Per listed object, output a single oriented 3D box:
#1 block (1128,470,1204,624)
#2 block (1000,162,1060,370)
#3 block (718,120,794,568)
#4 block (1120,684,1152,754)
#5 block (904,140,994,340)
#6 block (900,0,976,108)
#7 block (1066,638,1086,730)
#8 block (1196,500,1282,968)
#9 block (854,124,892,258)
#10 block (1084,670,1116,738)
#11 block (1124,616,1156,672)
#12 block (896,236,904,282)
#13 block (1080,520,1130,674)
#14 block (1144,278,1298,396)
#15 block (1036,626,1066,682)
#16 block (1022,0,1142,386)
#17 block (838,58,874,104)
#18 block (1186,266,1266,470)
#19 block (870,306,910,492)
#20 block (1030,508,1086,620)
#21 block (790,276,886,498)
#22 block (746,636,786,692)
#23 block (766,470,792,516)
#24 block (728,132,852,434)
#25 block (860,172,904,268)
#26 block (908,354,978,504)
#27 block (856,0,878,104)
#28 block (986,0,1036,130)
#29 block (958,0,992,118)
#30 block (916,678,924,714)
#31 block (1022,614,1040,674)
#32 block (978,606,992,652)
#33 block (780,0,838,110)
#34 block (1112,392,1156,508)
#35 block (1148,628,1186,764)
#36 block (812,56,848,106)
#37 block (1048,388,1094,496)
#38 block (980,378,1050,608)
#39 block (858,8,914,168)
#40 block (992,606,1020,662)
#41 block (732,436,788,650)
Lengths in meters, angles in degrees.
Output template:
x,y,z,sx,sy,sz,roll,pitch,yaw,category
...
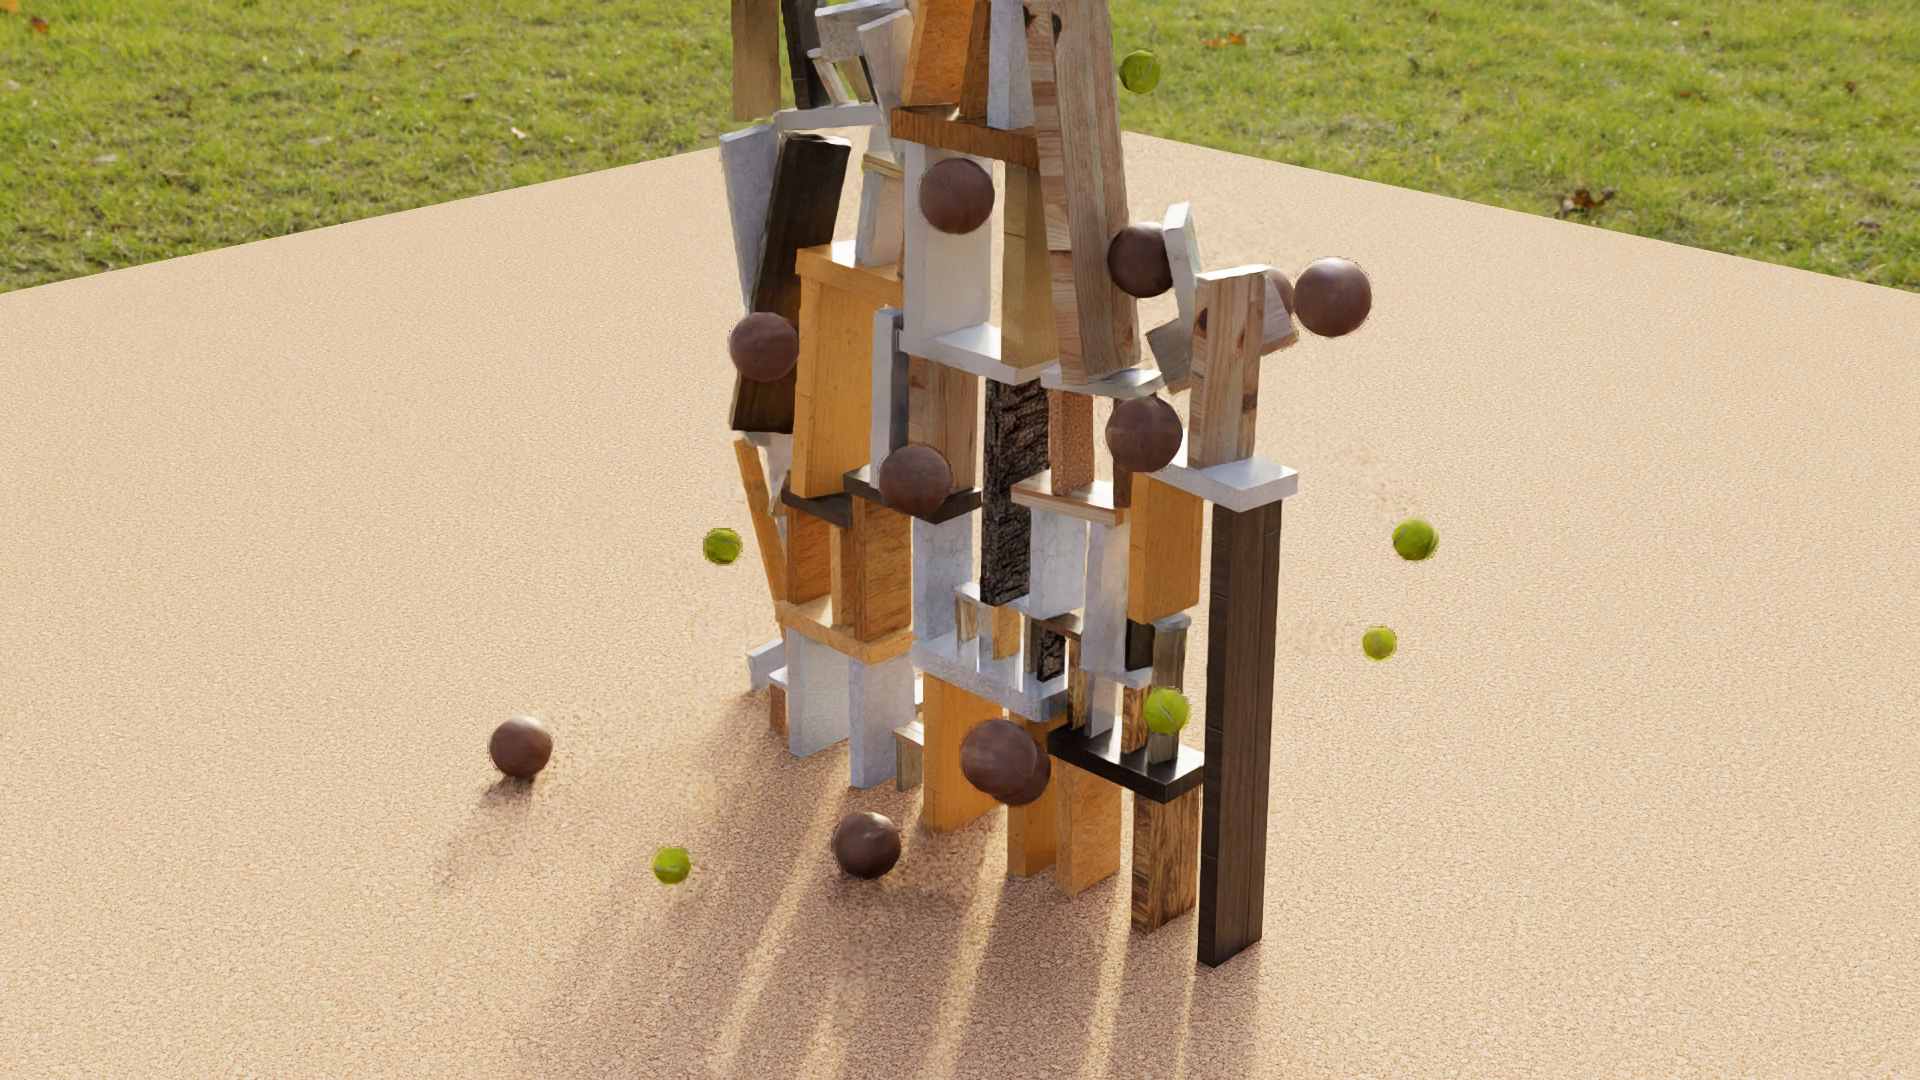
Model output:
x,y,z,sx,sy,sz,roll,pitch,yaw,category
0.362,-0.002,3.855,0.139,0.278,0.039,-17,28,-36,block
0.154,-0.497,3.875,0.051,0.359,0.180,20,28,39,block
-0.362,-0.273,4.632,0.114,1.275,0.032,-21,38,-22,block
0.324,0.318,4.017,0.019,0.131,0.066,21,29,40,block
-0.021,-0.561,4.024,0.051,0.359,0.180,20,28,39,block
-0.032,-0.875,3.896,0.109,0.218,0.031,-11,44,-28,block
0.226,0.261,4.079,0.057,0.187,0.016,-21,34,-36,block
0.486,0.336,3.837,0.139,0.883,0.039,-21,30,-41,block
-0.142,-0.681,4.252,0.037,0.261,0.131,18,24,21,block
0.261,0.294,4.073,0.019,0.131,0.066,21,29,39,block
0.329,0.177,3.983,0.058,0.117,0.017,-12,26,-27,block
-0.058,-0.576,4.095,0.094,0.187,0.027,-11,36,-35,block
0.271,0.088,3.973,0.032,0.288,0.113,18,27,33,block
0.447,-0.348,3.765,0.236,0.033,0.118,-23,60,8,block
0.172,0.206,4.115,0.057,0.113,0.016,-19,32,-37,block
0.206,-0.648,3.720,0.049,0.754,0.173,7,22,39,block
-0.195,-0.876,4.169,0.014,0.095,0.048,-26,2,32,block
0.440,-0.284,3.644,0.118,0.328,0.033,-13,26,-30,block
-0.089,-0.279,4.209,0.049,0.347,0.174,21,27,39,block
0.182,0.026,4.061,0.113,0.227,0.032,-16,24,-40,block
-0.244,-0.313,4.411,0.174,0.446,0.049,-11,25,-37,block
-0.361,0.246,5.038,0.025,0.090,0.307,19,33,39,block
-0.365,-0.097,4.564,0.014,0.099,0.049,30,14,32,block
-0.346,-0.506,4.422,0.131,0.643,0.037,2,31,-20,block
-0.131,-0.614,4.182,0.094,0.187,0.027,-15,37,-38,block
-0.032,-0.225,4.163,0.144,0.287,0.041,-20,30,-41,block
-0.156,-0.920,4.123,0.027,0.188,0.094,-11,14,34,block
0.129,-0.888,3.764,0.049,0.346,0.173,21,29,39,block
0.062,-0.851,3.837,0.109,0.218,0.031,-19,40,-41,block
-0.110,0.355,4.892,0.180,0.025,0.090,-18,29,-35,block
0.147,0.188,4.151,0.017,0.121,0.060,22,31,40,block
0.056,0.166,4.235,0.047,0.095,0.013,-21,28,-40,block
-0.287,-0.947,4.213,0.032,0.228,0.114,2,20,28,block
0.306,-0.163,3.853,0.028,0.195,0.098,13,23,35,block
0.371,0.275,3.945,0.058,0.267,0.017,-13,27,-29,block
-0.247,-0.878,4.204,0.014,0.095,0.048,-22,8,27,block
0.200,-0.187,3.926,0.028,0.195,0.098,13,24,36,block
0.105,-0.102,4.071,0.041,0.439,0.144,20,29,39,block
-0.104,-0.815,3.974,0.094,0.272,0.027,-24,36,-10,block
0.089,0.165,4.204,0.017,0.121,0.060,21,31,41,block
-0.390,0.052,4.631,0.014,0.558,0.049,0,18,41,block
